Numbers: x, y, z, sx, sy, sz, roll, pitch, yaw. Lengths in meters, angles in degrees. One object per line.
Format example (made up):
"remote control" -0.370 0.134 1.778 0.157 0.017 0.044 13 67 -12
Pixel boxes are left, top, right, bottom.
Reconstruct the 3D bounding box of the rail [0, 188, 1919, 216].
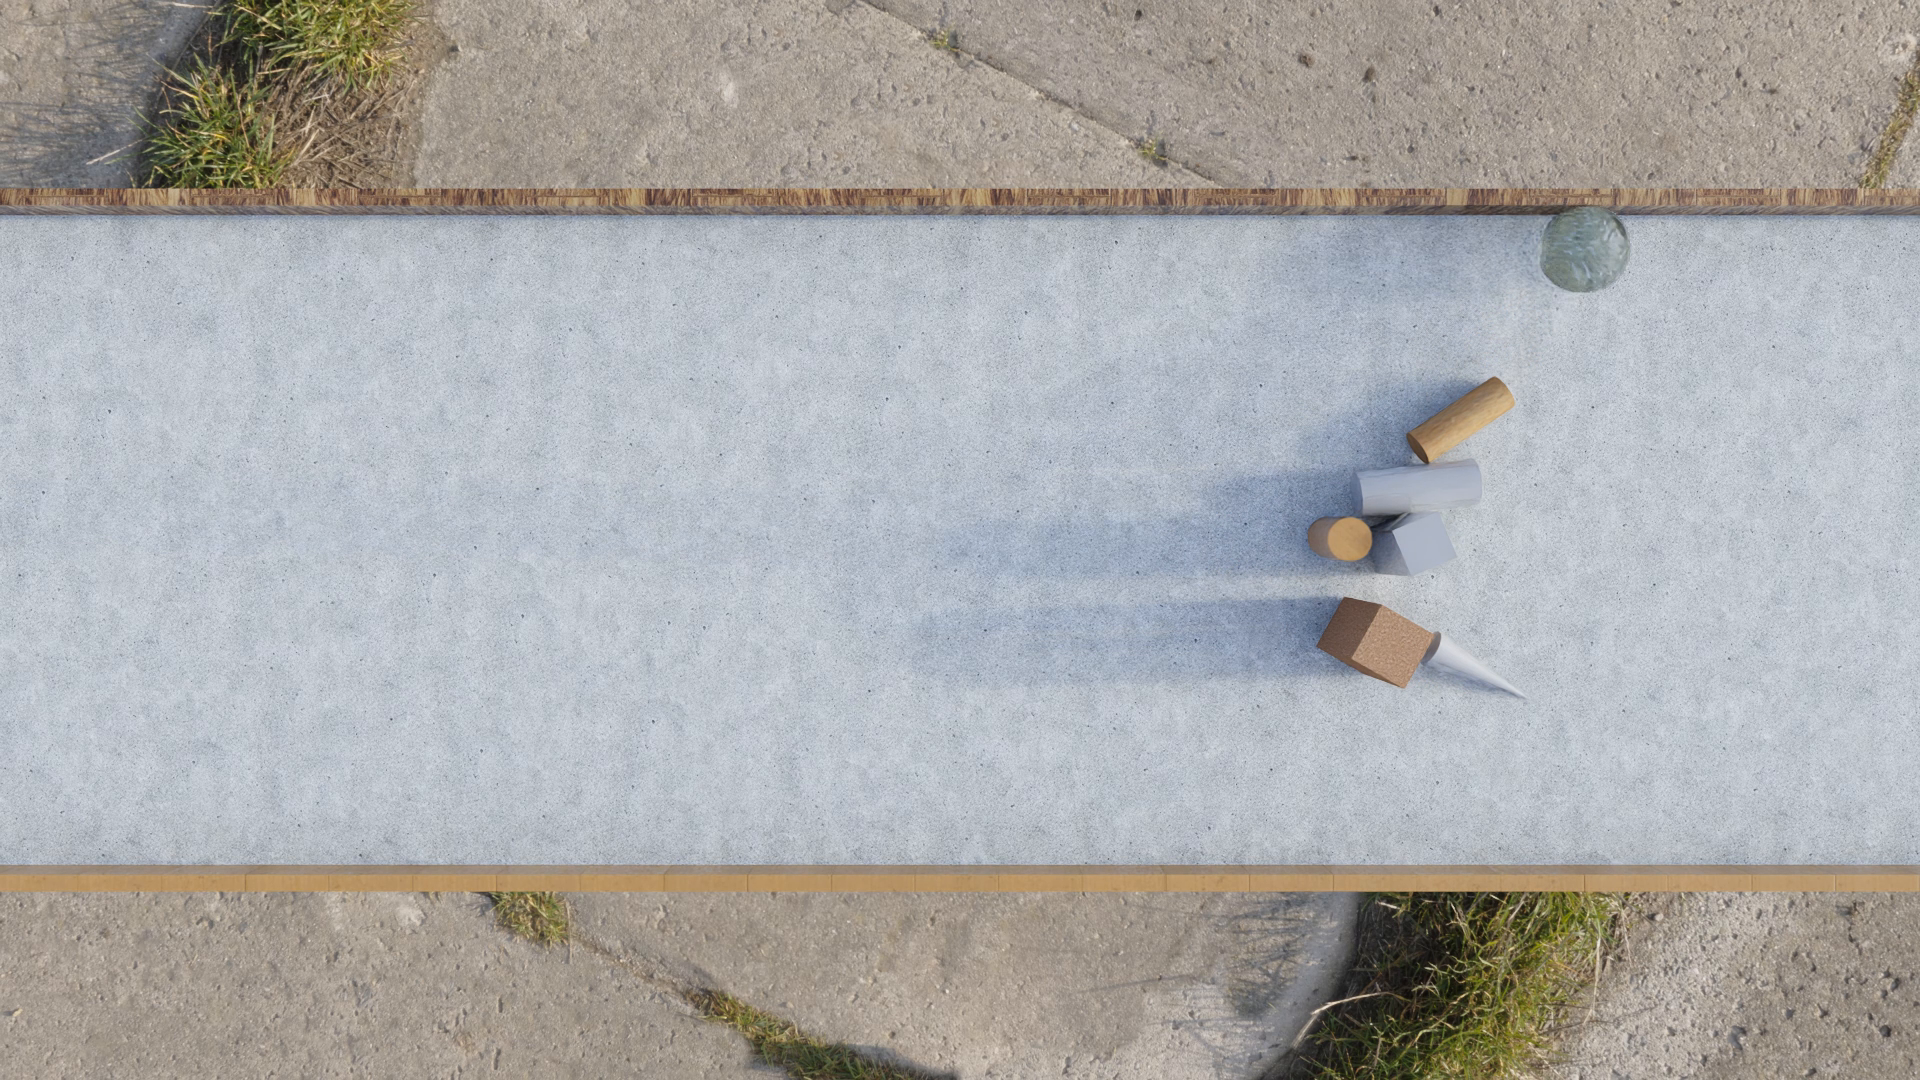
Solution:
"rail" -2.247 -1.025 5.002 12.000 0.150 0.050 0 90 0

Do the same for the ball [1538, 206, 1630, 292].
"ball" 1.869 -0.871 4.948 0.257 0.257 0.257 0 90 0

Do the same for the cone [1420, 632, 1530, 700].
"cone" 1.599 0.412 5.049 0.380 0.110 0.110 27 90 -8

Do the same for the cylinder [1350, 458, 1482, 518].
"cylinder" 1.383 -0.156 5.005 0.360 0.143 0.143 -7 90 0

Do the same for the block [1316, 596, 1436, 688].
"block" 1.222 0.298 4.876 0.177 0.393 0.177 30 90 -3

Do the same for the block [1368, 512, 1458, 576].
"block" 1.326 0.011 4.890 0.143 0.372 0.143 -23 90 0

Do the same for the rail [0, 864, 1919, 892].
"rail" -2.247 1.025 5.001 12.000 0.150 0.050 0 90 0

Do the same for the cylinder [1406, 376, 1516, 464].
"cylinder" 1.523 -0.365 5.020 0.313 0.112 0.112 -33 90 0

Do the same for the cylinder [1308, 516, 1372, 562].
"cylinder" 1.126 -0.006 4.899 0.127 0.348 0.127 0 91 3
